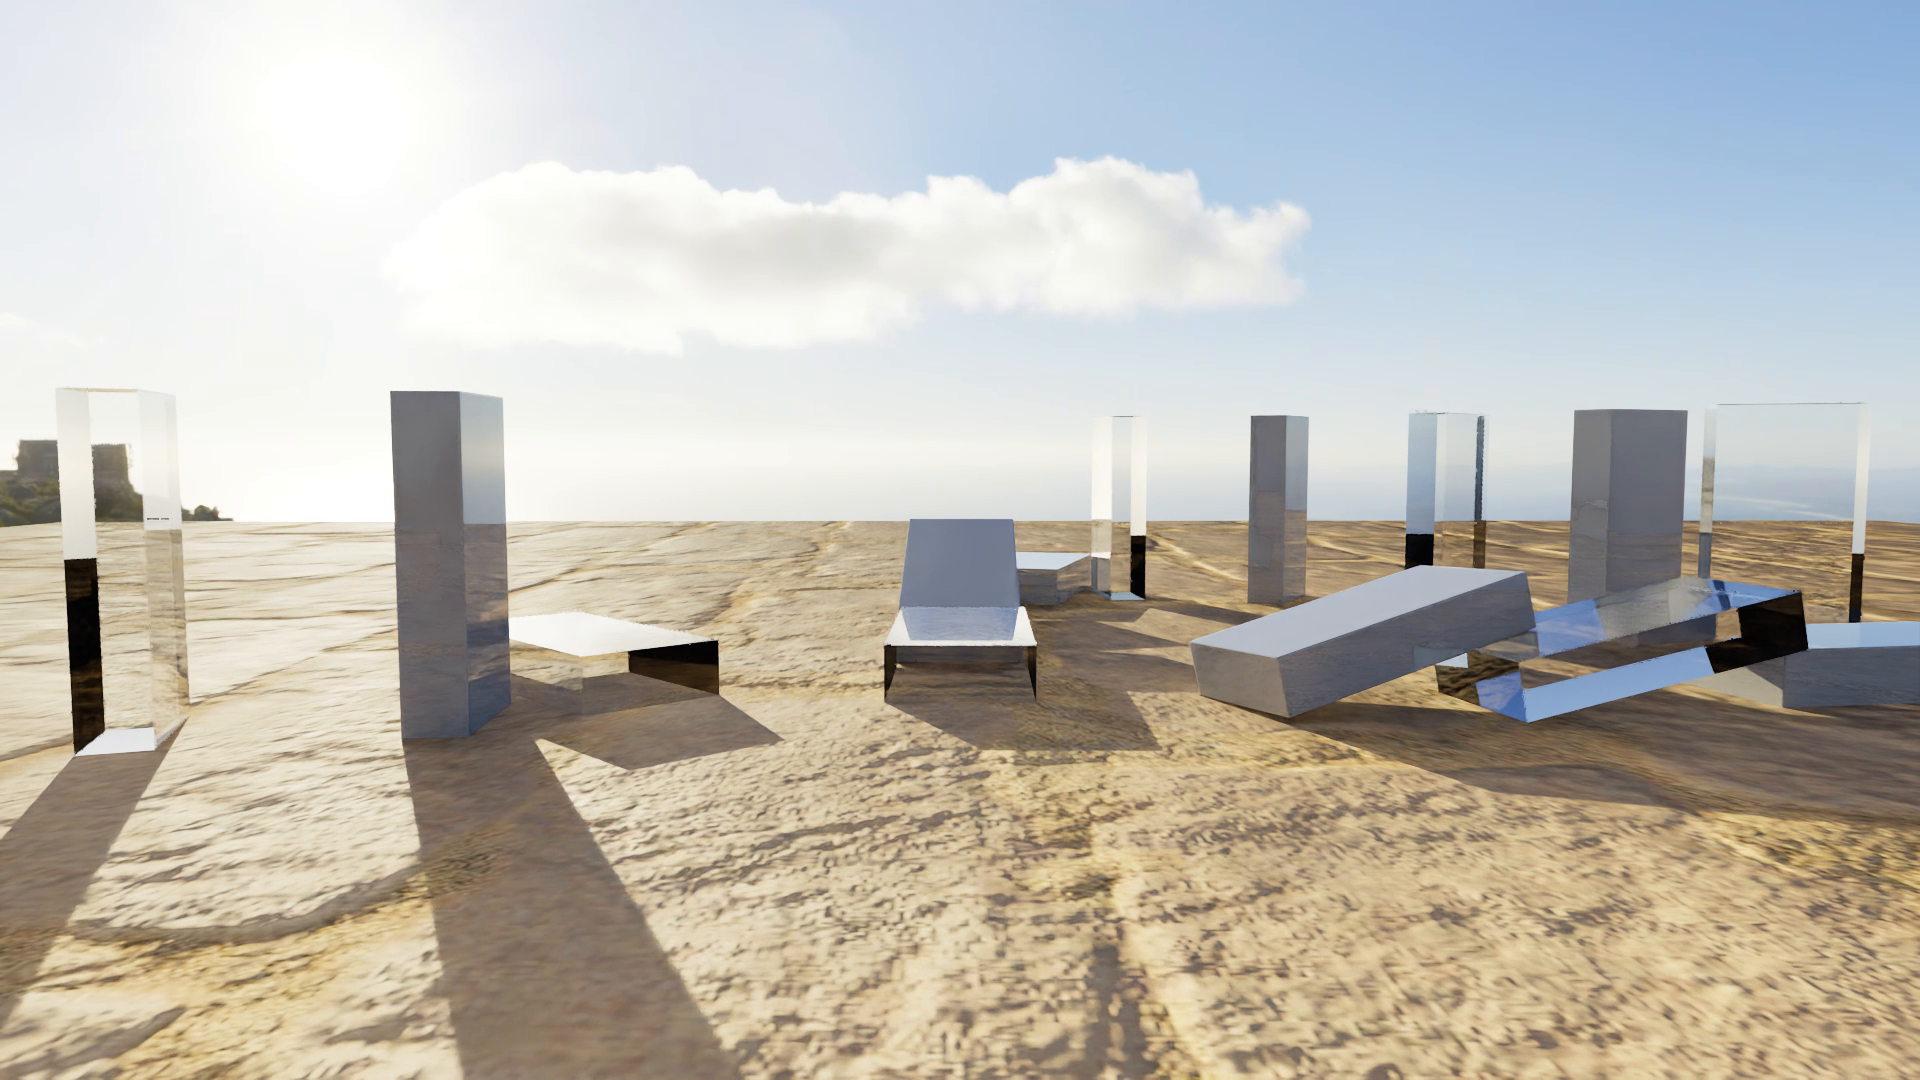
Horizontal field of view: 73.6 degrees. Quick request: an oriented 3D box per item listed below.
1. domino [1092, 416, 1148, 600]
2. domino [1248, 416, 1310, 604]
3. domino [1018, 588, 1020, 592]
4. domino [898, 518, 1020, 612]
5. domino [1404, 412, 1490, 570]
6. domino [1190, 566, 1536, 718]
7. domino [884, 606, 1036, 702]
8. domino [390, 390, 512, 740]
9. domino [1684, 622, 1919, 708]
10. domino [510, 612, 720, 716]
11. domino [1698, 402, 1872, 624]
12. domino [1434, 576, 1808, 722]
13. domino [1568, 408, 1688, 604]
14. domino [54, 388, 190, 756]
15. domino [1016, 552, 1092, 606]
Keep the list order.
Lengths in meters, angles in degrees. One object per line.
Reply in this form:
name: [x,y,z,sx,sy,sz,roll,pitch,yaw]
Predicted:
domino: [0.045,-0.010,0.361,0.009,0.050,0.025,-1,4,-7]
domino: [0.087,-0.009,0.351,0.010,0.050,0.025,2,5,28]
domino: [0.001,0.009,0.321,0.025,0.009,0.050,0,16,0]
domino: [0.000,0.009,0.289,0.025,0.009,0.050,0,22,1]
domino: [0.123,-0.007,0.324,0.025,0.050,0.009,-4,6,-45]
domino: [0.067,0.016,0.214,0.050,0.010,0.025,-16,7,-20]
domino: [0.000,0.020,0.236,0.025,0.010,0.050,0,4,1]
domino: [-0.077,0.003,0.196,0.009,0.050,0.025,0,4,-6]
domino: [0.155,0.021,0.223,0.050,0.010,0.025,-1,4,-10]
domino: [-0.067,0.021,0.227,0.025,0.010,0.050,-4,6,-43]
domino: [0.157,-0.001,0.245,0.025,0.050,0.009,1,5,18]
domino: [0.108,0.017,0.212,0.050,0.009,0.025,-12,6,-9]
domino: [0.150,-0.004,0.288,0.025,0.050,0.010,-2,5,-26]
domino: [-0.121,0.004,0.187,0.009,0.050,0.025,-2,5,-21]
domino: [0.021,0.010,0.366,0.025,0.009,0.050,1,4,16]
